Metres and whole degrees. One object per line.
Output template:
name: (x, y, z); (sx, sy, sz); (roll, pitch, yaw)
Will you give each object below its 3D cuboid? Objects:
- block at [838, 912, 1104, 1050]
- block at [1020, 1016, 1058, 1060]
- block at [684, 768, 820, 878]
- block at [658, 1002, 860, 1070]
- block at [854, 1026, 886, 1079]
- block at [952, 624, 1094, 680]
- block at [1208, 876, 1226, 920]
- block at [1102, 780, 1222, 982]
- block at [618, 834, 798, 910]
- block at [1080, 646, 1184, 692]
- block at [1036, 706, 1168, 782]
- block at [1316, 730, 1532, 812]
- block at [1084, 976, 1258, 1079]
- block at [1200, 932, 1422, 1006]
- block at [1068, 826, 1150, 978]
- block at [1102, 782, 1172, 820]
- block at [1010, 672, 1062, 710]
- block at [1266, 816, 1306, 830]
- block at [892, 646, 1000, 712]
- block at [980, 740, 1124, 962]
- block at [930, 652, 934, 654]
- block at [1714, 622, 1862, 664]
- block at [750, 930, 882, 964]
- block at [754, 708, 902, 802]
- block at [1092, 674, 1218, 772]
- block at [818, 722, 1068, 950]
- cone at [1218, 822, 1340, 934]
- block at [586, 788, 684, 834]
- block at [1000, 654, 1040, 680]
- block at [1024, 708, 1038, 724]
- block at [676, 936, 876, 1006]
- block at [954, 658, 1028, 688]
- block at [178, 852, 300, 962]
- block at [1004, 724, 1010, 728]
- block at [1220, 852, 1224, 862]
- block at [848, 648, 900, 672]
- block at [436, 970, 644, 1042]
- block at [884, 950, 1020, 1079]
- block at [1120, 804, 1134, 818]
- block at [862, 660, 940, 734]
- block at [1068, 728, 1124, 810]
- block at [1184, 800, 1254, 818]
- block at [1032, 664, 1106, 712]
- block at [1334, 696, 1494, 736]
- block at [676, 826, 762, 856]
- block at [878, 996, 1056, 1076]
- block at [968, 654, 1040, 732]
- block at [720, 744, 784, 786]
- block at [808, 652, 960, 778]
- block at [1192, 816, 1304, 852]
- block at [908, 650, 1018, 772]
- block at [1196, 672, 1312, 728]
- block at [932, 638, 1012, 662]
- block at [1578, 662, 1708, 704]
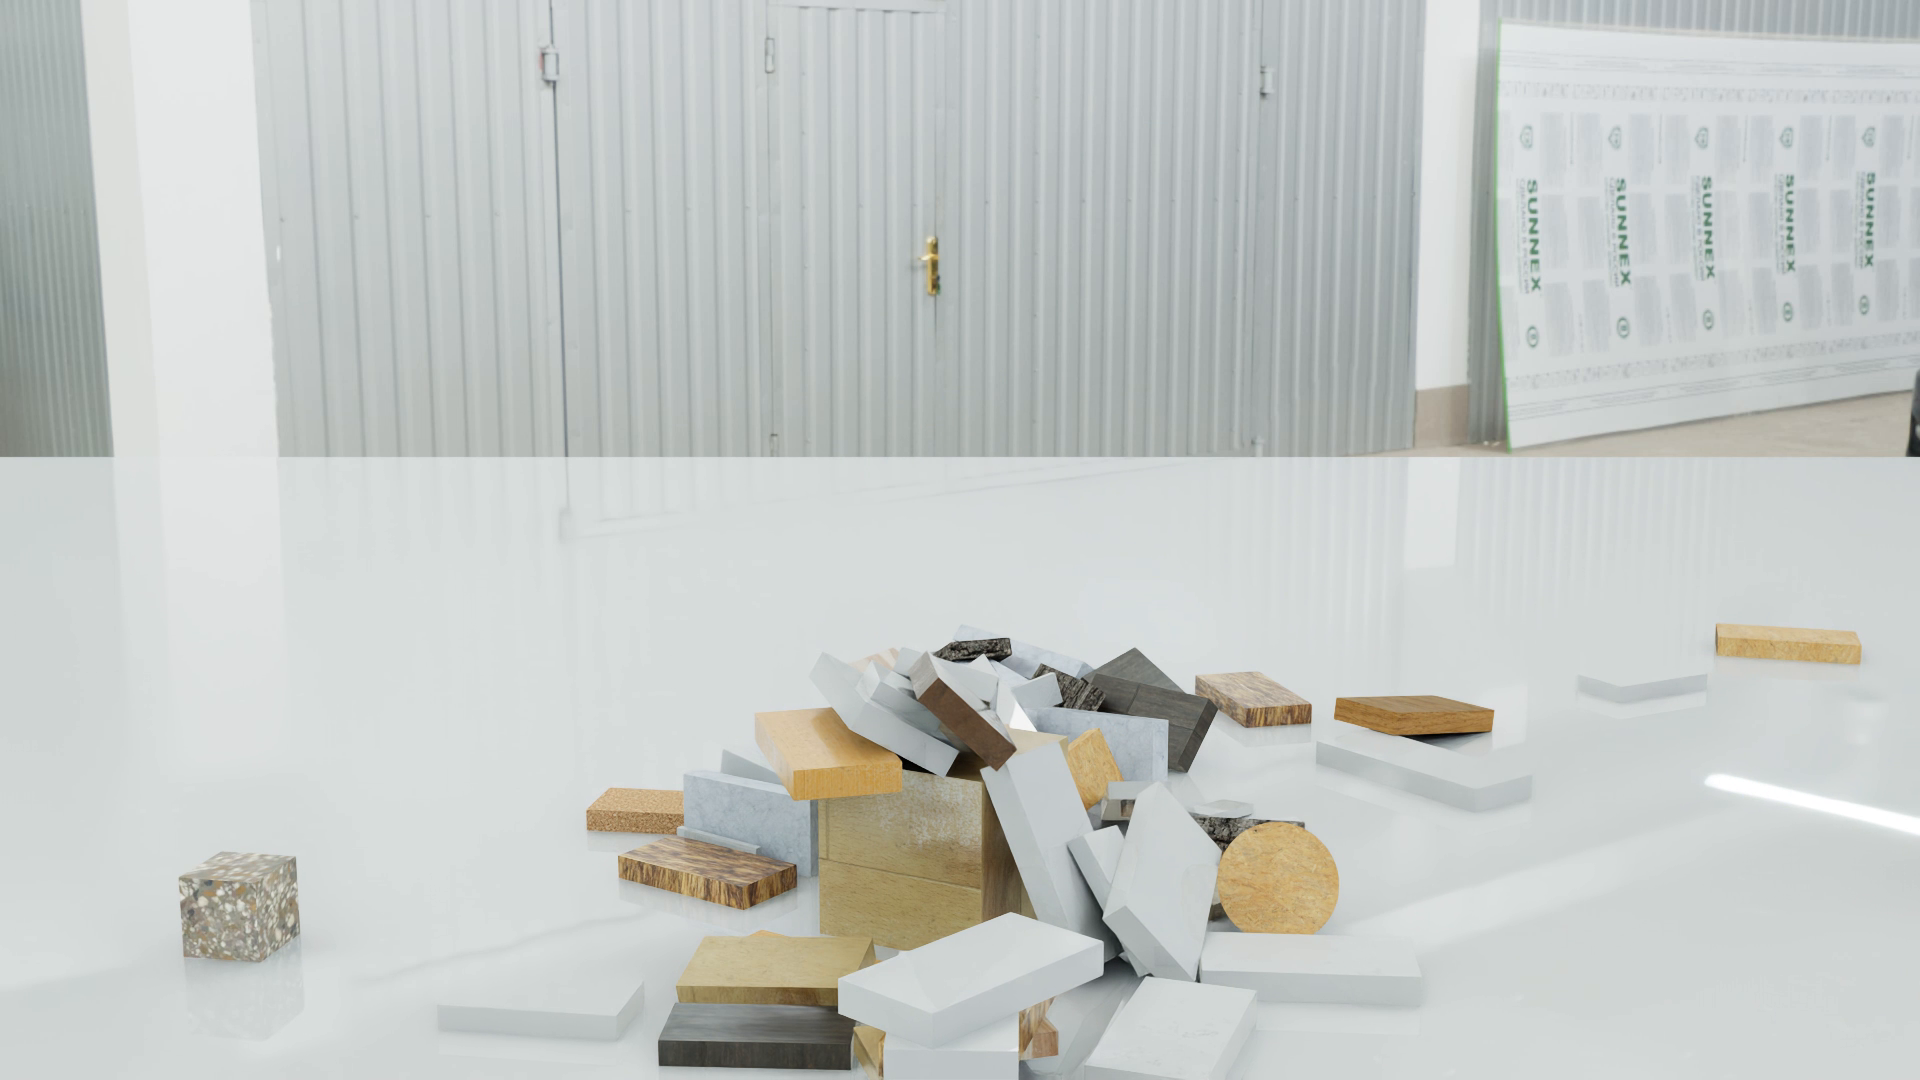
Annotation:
block: (0.018, 0.560, 2.822); (0.163, 0.046, 0.326); (10, 14, 42)
block: (0.039, 0.655, 3.037); (0.121, 0.034, 0.241); (-3, 11, -17)
block: (-0.360, 0.490, 3.824); (0.278, 0.139, 0.039); (7, 12, 32)
block: (-0.276, 0.687, 3.047); (0.263, 0.037, 0.131); (1, 11, 3)
block: (-0.052, 0.689, 2.855); (0.121, 0.034, 0.241); (-3, 11, -15)
block: (0.175, 0.284, 4.974); (0.151, 0.043, 0.458); (38, -14, -34)
block: (0.367, 0.559, 3.637); (0.204, 0.029, 0.102); (25, 24, 38)
block: (0.314, 0.526, 3.367); (0.045, 0.159, 0.352); (-36, 12, 26)
block: (-0.428, 0.560, 3.721); (0.278, 0.039, 0.139); (7, 13, 34)
block: (0.365, 0.327, 4.740); (0.151, 0.043, 0.302); (42, 25, 14)
block: (0.267, 0.404, 4.173); (0.042, 0.148, 0.297); (0, 2, -44)
block: (0.904, 0.448, 4.309); (0.162, 0.046, 0.410); (-8, 13, -36)
block: (0.293, 0.688, 3.015); (0.163, 0.046, 0.326); (4, 11, 19)
block: (0.519, 0.639, 3.283); (0.318, 0.045, 0.159); (1, 11, 5)
block: (0.254, 0.545, 3.334); (0.032, 0.224, 0.112); (-37, -18, 26)
block: (0.316, 0.470, 3.959); (0.111, 0.031, 0.221); (0, -17, 0)
block: (0.146, 0.323, 4.517); (0.127, 0.063, 0.018); (-19, 8, -24)
block: (0.576, 0.521, 4.004); (0.095, 0.014, 0.048); (-2, 11, -13)
block: (-0.027, 0.304, 3.723); (0.167, 0.047, 0.355); (17, -28, 8)
block: (0.152, 0.483, 3.343); (0.047, 0.335, 0.167); (-25, -8, 31)
block: (-0.053, 0.294, 5.172); (0.235, 0.033, 0.117); (-7, 13, -34)
block: (2.016, 0.252, 5.364); (0.324, 0.046, 0.162); (3, 11, 16)
block: (-0.243, 0.641, 3.307); (0.234, 0.032, 0.112); (7, 13, 34)
block: (-0.207, 0.324, 3.380); (0.163, 0.046, 0.326); (-3, 11, -15)
block: (0.367, 0.370, 4.472); (0.297, 0.149, 0.042); (10, -26, 43)
block: (-0.024, 0.470, 3.516); (0.292, 0.292, 0.292); (6, 12, 29)
cone: (0.506, 0.567, 3.559); (0.191, 0.191, 0.191); (1, -16, 3)
block: (-0.531, 0.500, 4.044); (0.278, 0.039, 0.139); (2, 11, 9)
block: (0.206, 0.320, 4.821); (0.134, 0.038, 0.268); (37, -11, -32)
block: (0.104, 0.381, 4.448); (0.419, 0.042, 0.149); (8, -25, 38)
block: (-0.267, 0.631, 3.211); (0.263, 0.037, 0.131); (-2, 22, 14)
block: (0.055, 0.302, 4.638); (0.134, 0.038, 0.268); (-3, 11, -21)
block: (-1.121, 0.570, 3.426); (0.128, 0.128, 0.128); (2, 11, 11)
block: (-0.003, 0.405, 3.946); (0.130, 0.037, 0.260); (8, 29, 12)
block: (0.410, 0.542, 3.850); (0.102, 0.029, 0.204); (9, 14, 39)
block: (-0.171, 0.311, 4.971); (0.132, 0.037, 0.265); (-19, 15, -13)
block: (-0.599, 0.667, 3.154); (0.263, 0.037, 0.131); (2, 11, 9)
block: (-0.006, 0.608, 2.816); (0.163, 0.046, 0.326); (0, 11, 2)
block: (0.339, 0.485, 3.929); (0.095, 0.014, 0.048); (2, -18, -8)
block: (-0.091, 0.244, 3.440); (0.112, 0.032, 0.224); (30, 2, -8)
block: (0.200, 0.443, 3.994); (0.031, 0.111, 0.221); (-16, 12, 47)
block: (0.469, 0.498, 4.030); (0.062, 0.017, 0.201); (6, 3, 31)
block: (0.201, 0.345, 4.597); (0.037, 0.132, 0.265); (35, -7, -22)
block: (0.955, 0.366, 4.618); (0.324, 0.046, 0.162); (2, 7, -40)
block: (-0.418, 0.538, 3.817); (0.189, 0.048, 0.014); (8, 13, 37)
block: (0.022, 0.631, 2.949); (0.163, 0.046, 0.368); (3, 11, 14)
block: (0.123, 0.363, 4.167); (0.044, 0.155, 0.310); (-36, 44, 0)
block: (-0.317, 0.466, 3.869); (0.260, 0.130, 0.037); (19, 20, 34)
block: (-0.124, 0.270, 3.447); (0.167, 0.047, 0.335); (29, 2, -18)
block: (0.463, 0.514, 3.840); (0.273, 0.029, 0.102); (2, 11, 10)
block: (0.000, 0.258, 3.378); (0.159, 0.045, 0.318); (43, 0, -6)
block: (0.643, 0.349, 4.847); (0.151, 0.043, 0.302); (-3, 11, -15)
block: (-0.002, 0.274, 4.905); (0.134, 0.038, 0.337); (-3, -13, -18)
block: (1.554, 0.323, 5.005); (0.265, 0.037, 0.132); (-6, 12, -28)
